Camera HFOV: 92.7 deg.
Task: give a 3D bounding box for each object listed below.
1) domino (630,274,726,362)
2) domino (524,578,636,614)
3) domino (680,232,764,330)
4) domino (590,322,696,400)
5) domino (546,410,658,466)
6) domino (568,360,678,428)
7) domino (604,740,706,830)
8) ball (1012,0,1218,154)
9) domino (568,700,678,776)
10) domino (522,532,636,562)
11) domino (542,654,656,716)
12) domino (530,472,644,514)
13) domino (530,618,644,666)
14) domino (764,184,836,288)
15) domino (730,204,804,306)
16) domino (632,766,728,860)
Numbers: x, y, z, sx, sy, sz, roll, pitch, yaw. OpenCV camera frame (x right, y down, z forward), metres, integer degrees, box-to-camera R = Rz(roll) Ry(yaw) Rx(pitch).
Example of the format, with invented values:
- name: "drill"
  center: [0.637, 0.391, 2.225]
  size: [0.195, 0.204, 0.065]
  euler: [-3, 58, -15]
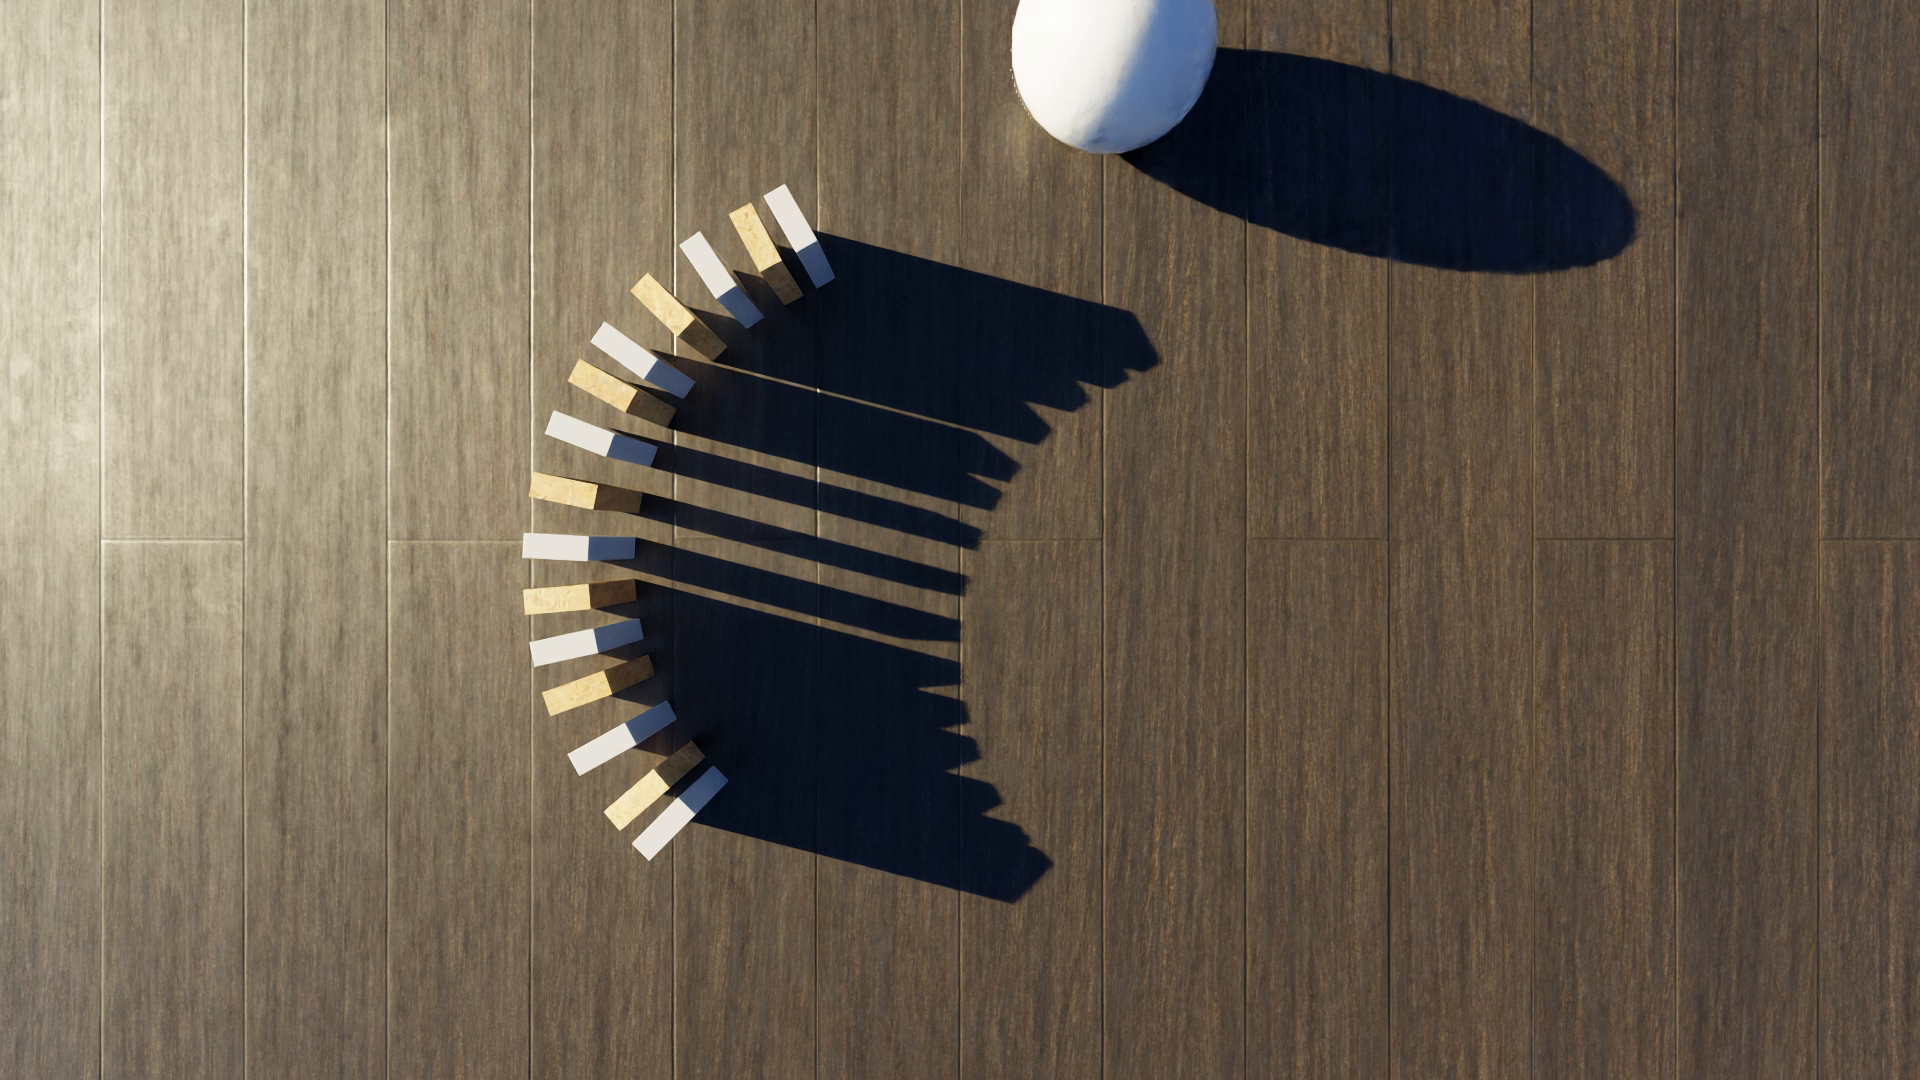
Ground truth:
- name: "domino"
  center: [-0.114, -0.090, 0.375]
  size: [0.025, 0.050, 0.010]
  euler: [44, 90, 0]
- name: "domino"
  center: [-0.154, 0.023, 0.375]
  size: [0.025, 0.050, 0.009]
  euler: [-5, 90, 0]
- name: "domino"
  center: [-0.096, -0.105, 0.375]
  size: [0.009, 0.050, 0.025]
  euler: [-34, 90, 0]
- name: "domino"
  center: [-0.128, -0.072, 0.375]
  size: [0.025, 0.050, 0.009]
  euler: [35, 90, 0]
- name: "domino"
  center: [-0.145, -0.041, 0.375]
  size: [0.025, 0.050, 0.009]
  euler: [21, 90, 0]
- name: "domino"
  center: [-0.137, -0.059, 0.375]
  size: [0.025, 0.050, 0.009]
  euler: [29, 90, 0]
- name: "domino"
  center: [-0.124, 0.099, 0.375]
  size: [0.025, 0.050, 0.010]
  euler: [-41, 90, 0]
- name: "ball"
  center: [0.060, -0.195, 0.360]
  size: [0.080, 0.080, 0.080]
  euler: [0, 90, 0]
- name: "domino"
  center: [-0.137, 0.080, 0.375]
  size: [0.025, 0.050, 0.009]
  euler: [-29, 90, 0]
- name: "domino"
  center: [-0.154, 0.003, 0.375]
  size: [0.025, 0.050, 0.009]
  euler: [3, 90, 0]
- name: "domino"
  center: [-0.146, 0.059, 0.375]
  size: [0.025, 0.050, 0.010]
  euler: [-20, 90, 0]
- name: "domino"
  center: [-0.152, -0.019, 0.375]
  size: [0.025, 0.050, 0.010]
  euler: [12, 90, 0]
- name: "domino"
  center: [-0.151, 0.041, 0.375]
  size: [0.025, 0.050, 0.009]
  euler: [-12, 90, 0]
- name: "domino"
  center: [-0.065, -0.123, 0.375]
  size: [0.010, 0.050, 0.025]
  euler: [-30, 90, 0]
- name: "domino"
  center: [-0.078, -0.116, 0.375]
  size: [0.010, 0.050, 0.025]
  euler: [-28, 90, 0]
- name: "domino"
  center: [-0.113, 0.110, 0.375]
  size: [0.010, 0.050, 0.025]
  euler: [45, 90, 0]
